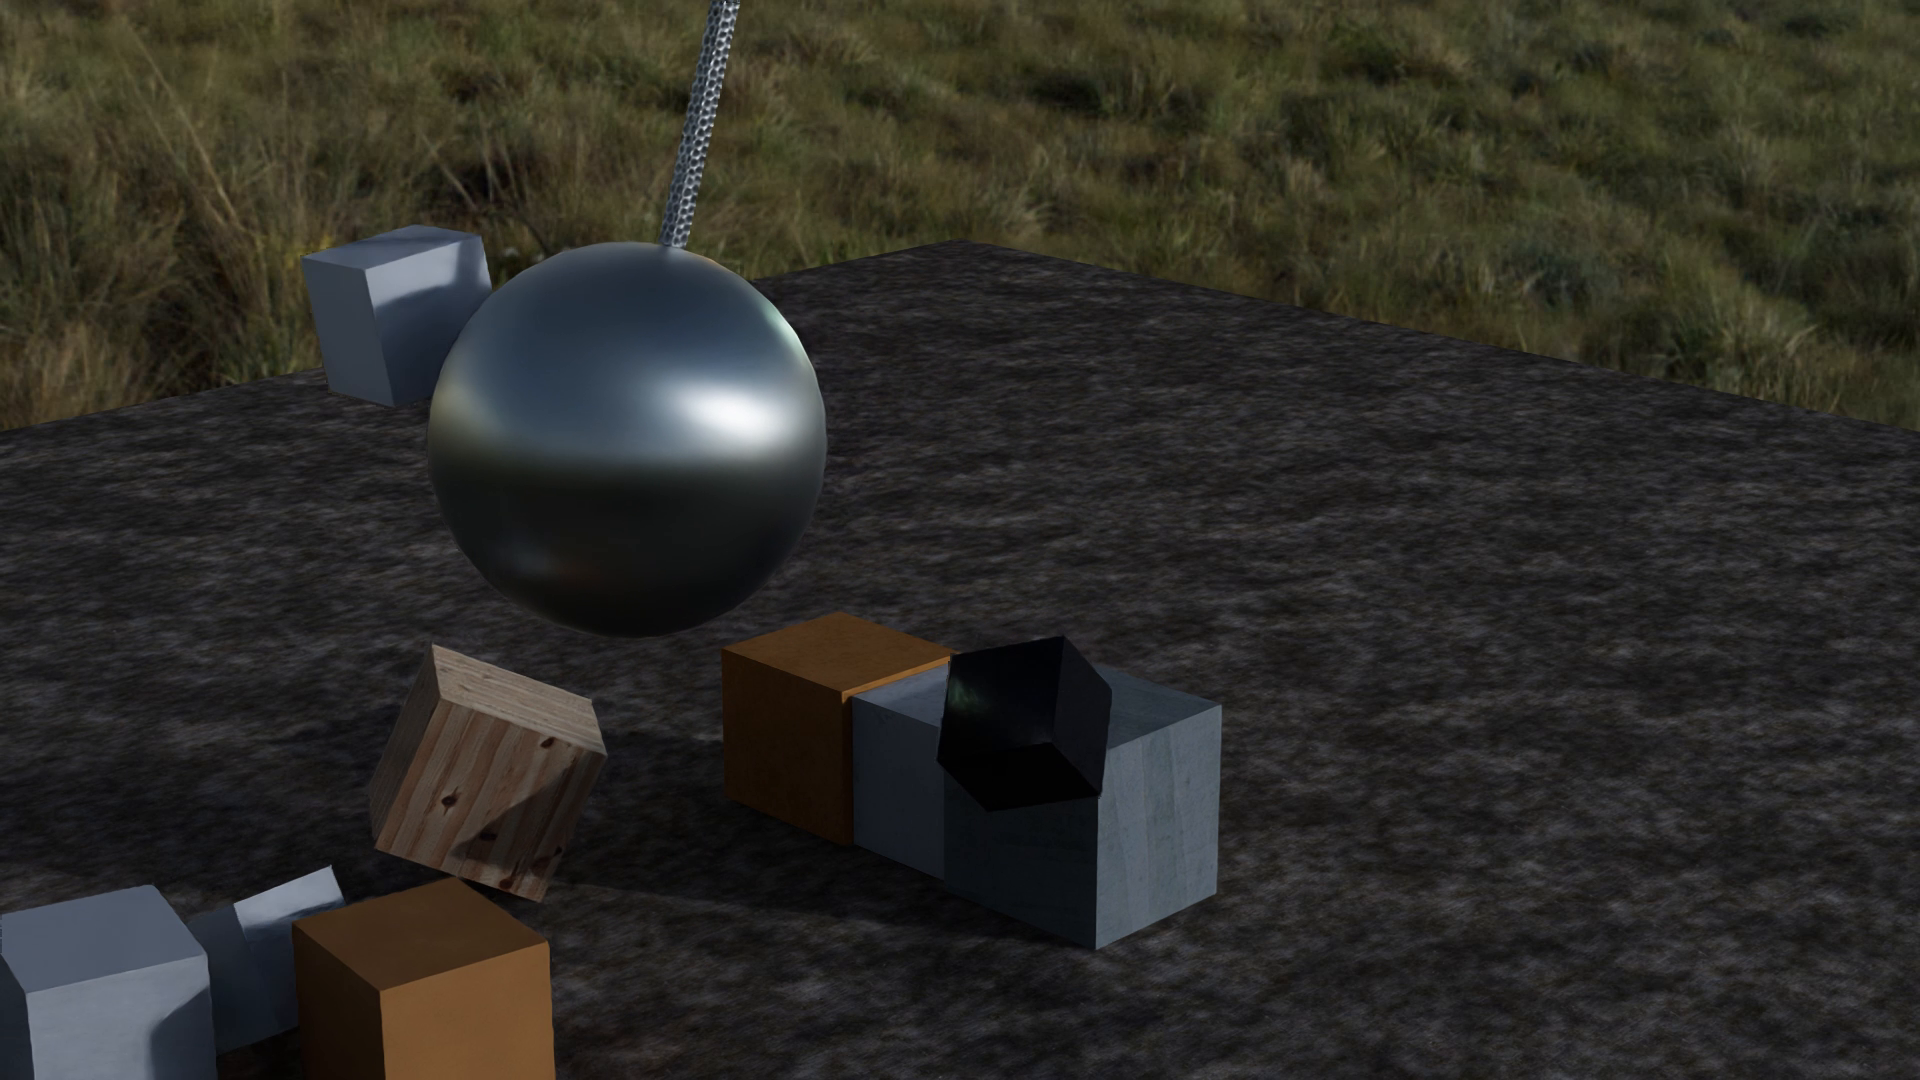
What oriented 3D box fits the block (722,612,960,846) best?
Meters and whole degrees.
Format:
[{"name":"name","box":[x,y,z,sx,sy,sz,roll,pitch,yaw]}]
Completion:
[{"name":"block","box":[-0.574,0.897,14.206,0.776,0.771,0.857,-17,24,-42]}]

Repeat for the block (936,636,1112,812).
[{"name":"block","box":[0.278,0.781,12.395,0.541,0.459,0.515,-11,52,27]}]

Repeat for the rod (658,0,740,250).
[{"name":"rod","box":[-0.578,-3.707,11.571,0.080,5.200,0.080,17,6,42]}]

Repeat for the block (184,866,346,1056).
[{"name":"block","box":[-2.757,1.687,11.732,0.521,0.535,0.494,-23,-2,40]}]

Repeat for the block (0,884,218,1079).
[{"name":"block","box":[-3.314,1.847,11.298,0.672,0.701,0.747,-10,20,-29]}]

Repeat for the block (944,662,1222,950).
[{"name":"block","box":[0.544,1.157,13.141,0.915,0.914,0.827,16,24,41]}]

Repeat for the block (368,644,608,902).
[{"name":"block","box":[-2.148,1.050,13.271,0.792,0.758,0.688,21,12,-19]}]

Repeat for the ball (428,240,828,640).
[{"name":"ball","box":[-1.334,-0.401,11.817,1.600,1.600,1.600,0,17,0]}]

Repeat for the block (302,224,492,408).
[{"name":"block","box":[-2.319,-0.945,12.258,0.551,0.585,0.553,-23,23,-35]}]

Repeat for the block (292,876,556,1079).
[{"name":"block","box":[-2.054,1.840,11.245,0.699,0.744,0.748,-13,22,-35]}]

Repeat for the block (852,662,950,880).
[{"name":"block","box":[-0.029,1.073,13.693,0.659,0.741,0.674,17,24,42]}]
